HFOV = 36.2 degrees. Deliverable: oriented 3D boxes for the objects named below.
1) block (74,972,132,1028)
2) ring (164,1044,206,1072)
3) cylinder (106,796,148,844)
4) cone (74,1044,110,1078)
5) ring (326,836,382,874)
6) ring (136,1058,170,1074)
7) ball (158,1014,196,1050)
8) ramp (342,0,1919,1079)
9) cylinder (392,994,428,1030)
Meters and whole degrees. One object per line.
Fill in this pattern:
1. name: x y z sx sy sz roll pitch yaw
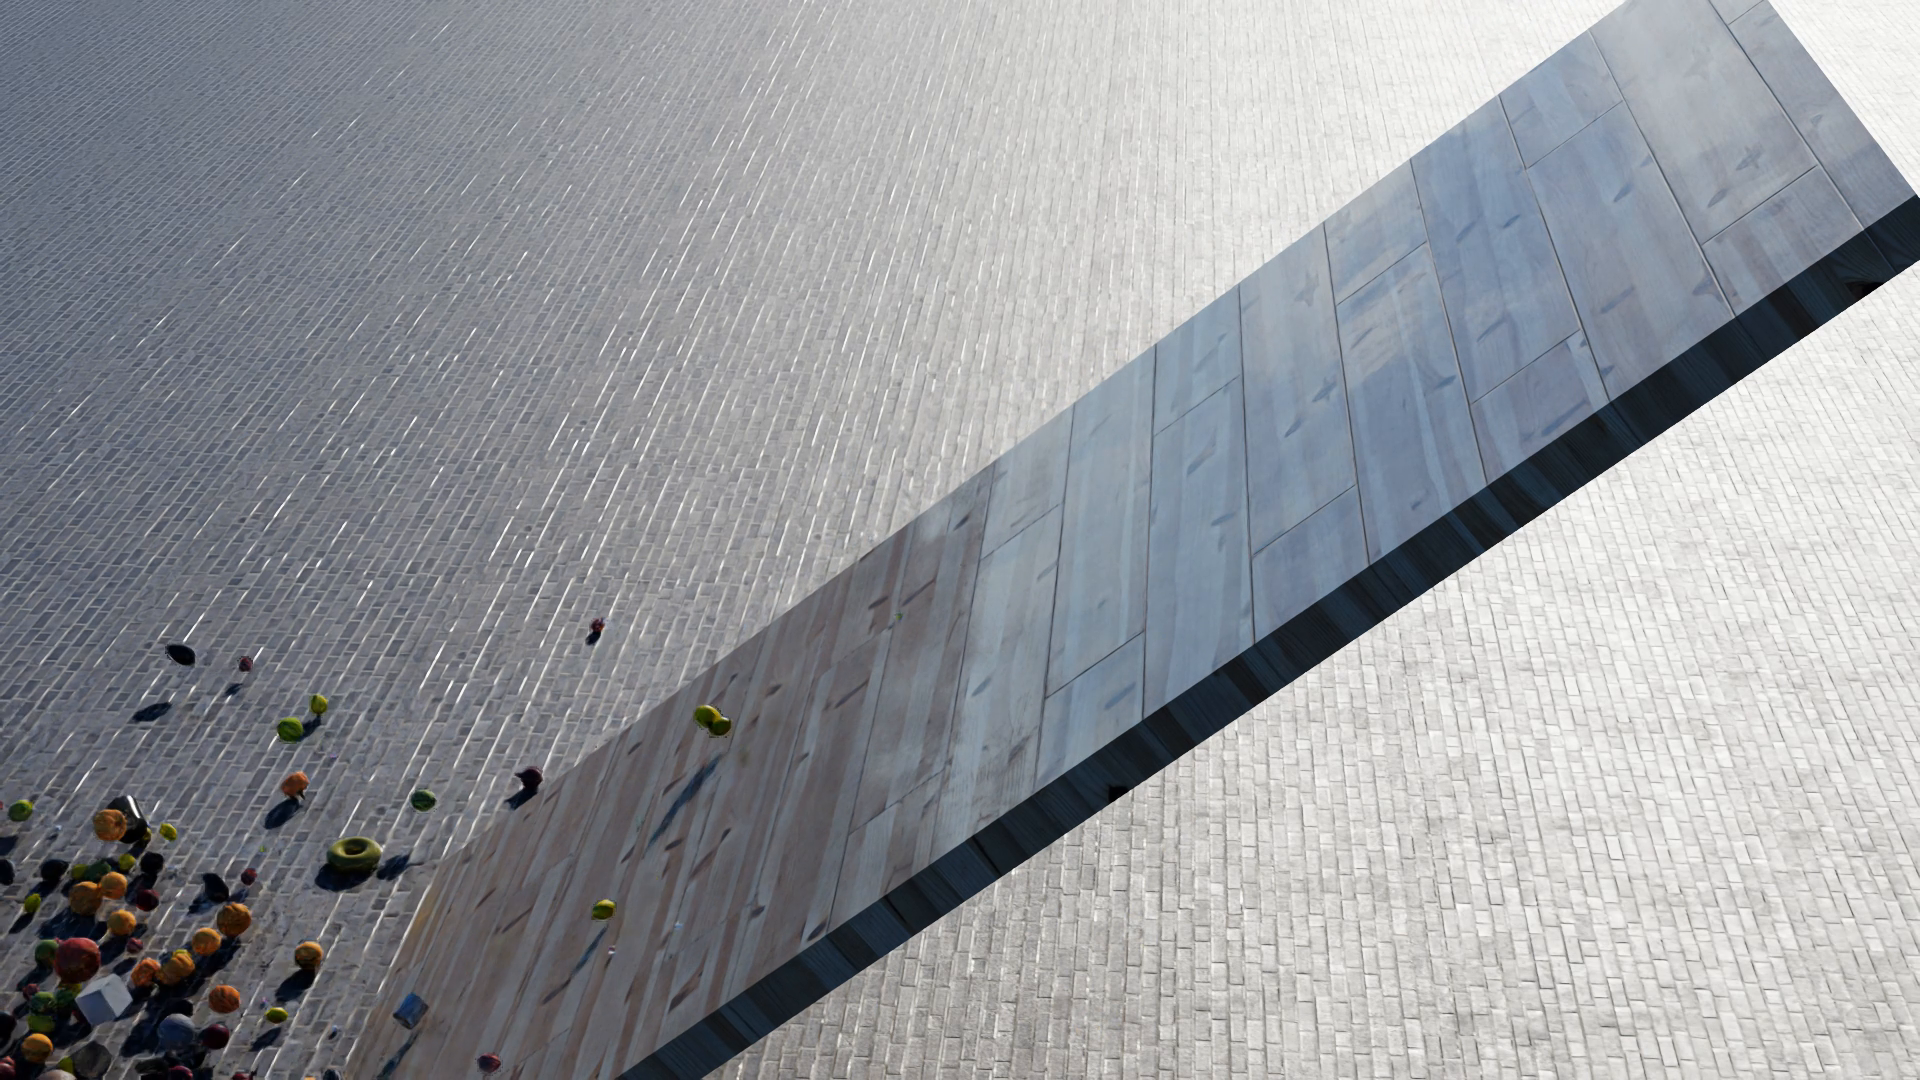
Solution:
1. block: -2.097 1.127 7.205 0.083 0.083 0.083 -22 15 21
2. ring: -1.876 1.251 7.113 0.098 0.033 0.098 0 23 0
3. cylinder: -2.280 0.765 8.047 0.092 0.092 0.092 -12 38 -25
4. cone: -2.098 1.254 7.100 0.085 0.085 0.085 -11 -1 -23
5. ring: -1.647 0.856 7.996 0.148 0.049 0.148 1 25 0
6. ring: -1.936 1.262 7.052 0.079 0.026 0.079 -10 -19 -4
7. ball: -1.867 1.173 7.011 0.087 0.087 0.087 0 24 0
8. ramp: 0.121 0.185 6.339 4.000 0.100 2.000 -36 16 18
9. cylinder: -1.274 1.093 6.821 0.060 0.060 0.060 15 54 31
